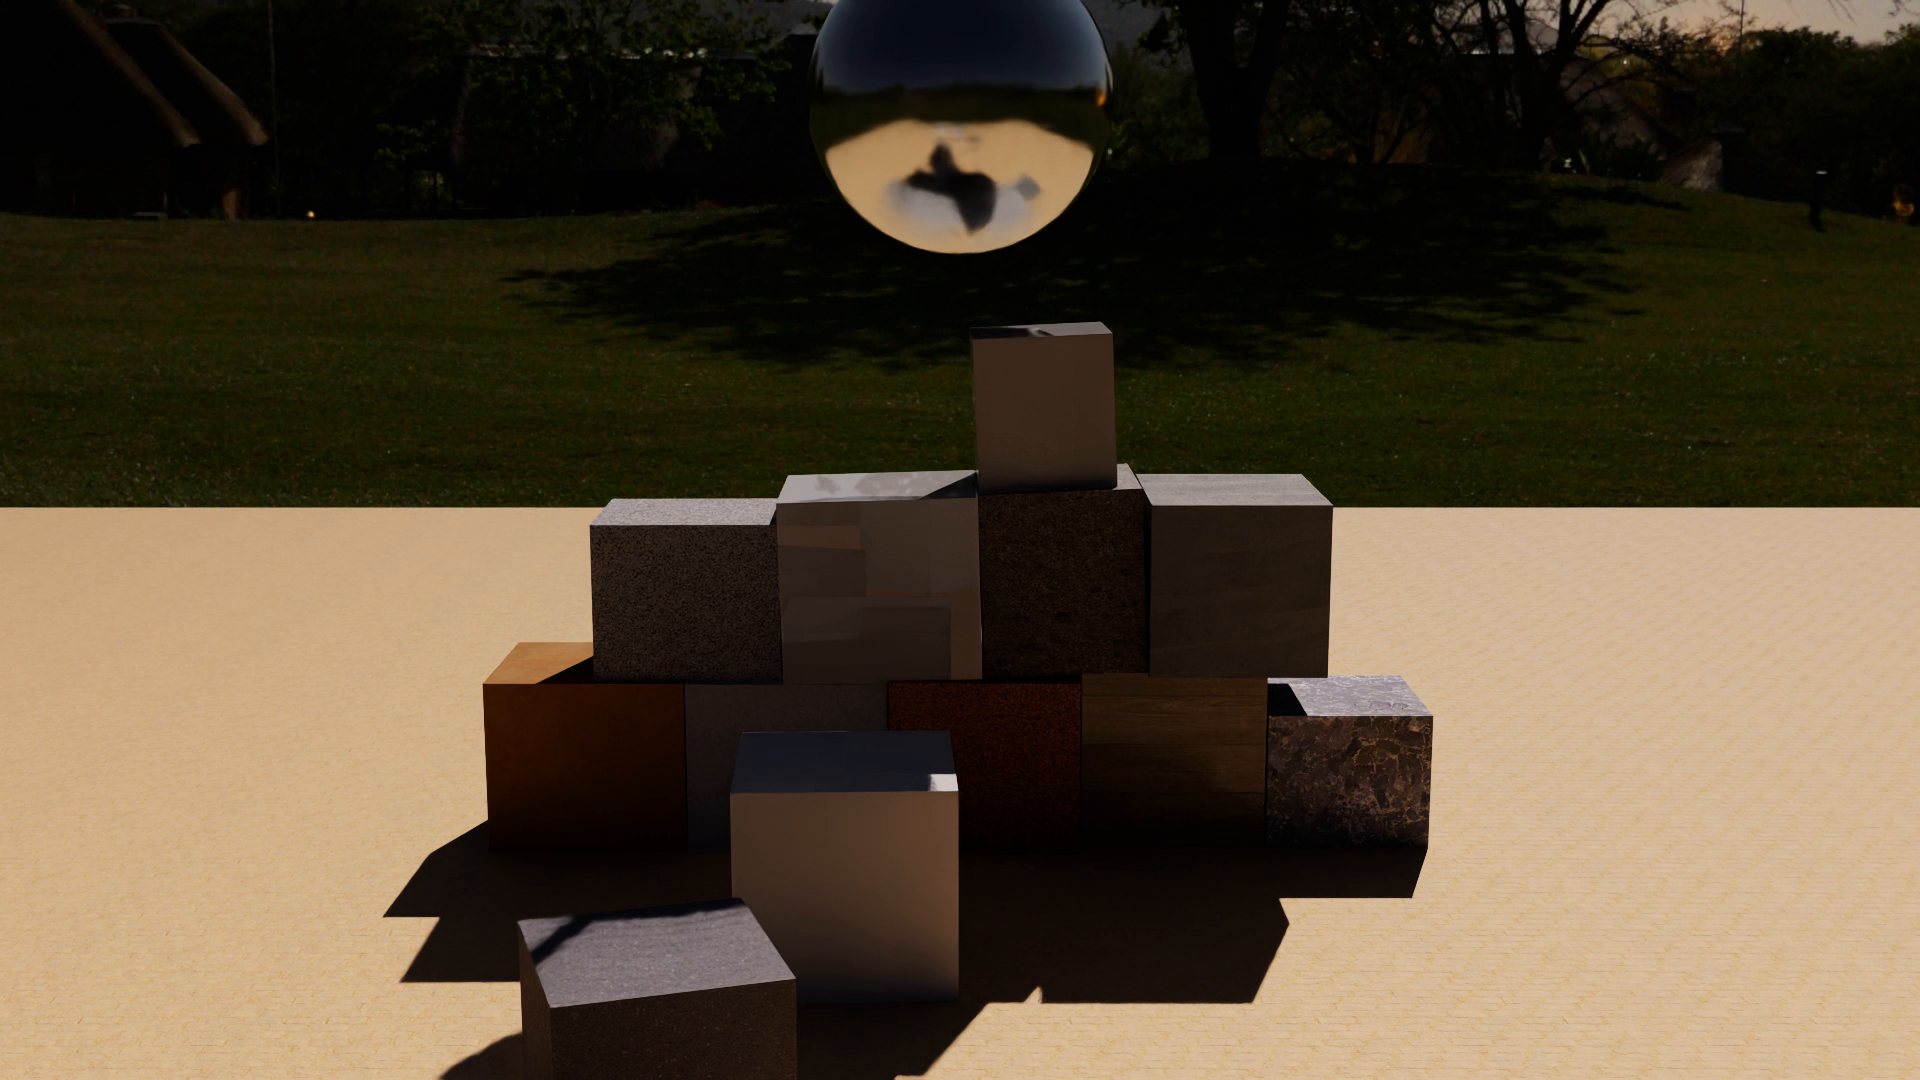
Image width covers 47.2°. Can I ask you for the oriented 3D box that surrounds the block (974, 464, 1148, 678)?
[{"bbox_3d":[0.502,0.143,11.190,0.802,0.915,0.831,-3,10,0],"label":"block"}]

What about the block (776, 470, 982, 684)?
[{"bbox_3d":[-0.396,0.173,11.186,0.978,0.905,0.905,-2,10,0],"label":"block"}]

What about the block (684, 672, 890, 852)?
[{"bbox_3d":[-0.856,1.052,11.367,0.997,0.863,0.953,0,10,0],"label":"block"}]

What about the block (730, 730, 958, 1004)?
[{"bbox_3d":[-0.489,1.381,9.452,0.924,0.900,0.935,0,10,-2],"label":"block"}]

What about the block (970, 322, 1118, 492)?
[{"bbox_3d":[0.411,-0.678,11.066,0.680,0.752,0.700,-3,10,-1],"label":"block"}]

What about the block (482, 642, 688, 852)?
[{"bbox_3d":[-1.859,1.052,11.364,0.989,0.864,0.913,0,10,0],"label":"block"}]

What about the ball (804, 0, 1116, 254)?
[{"bbox_3d":[0.000,-2.281,11.375,1.600,1.600,1.600,0,10,0],"label":"ball"}]

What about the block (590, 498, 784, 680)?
[{"bbox_3d":[-1.357,0.240,11.226,0.924,0.783,0.804,0,10,-1],"label":"block"}]

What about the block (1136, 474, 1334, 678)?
[{"bbox_3d":[1.367,0.164,11.207,0.875,0.859,1.010,0,10,0],"label":"block"}]

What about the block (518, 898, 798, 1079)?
[{"bbox_3d":[-1.031,1.780,7.439,0.788,0.836,0.817,-3,11,-18],"label":"block"}]

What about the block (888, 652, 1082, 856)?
[{"bbox_3d":[0.121,1.046,11.360,0.943,0.878,1.011,0,10,0],"label":"block"}]

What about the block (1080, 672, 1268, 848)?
[{"bbox_3d":[1.065,1.031,11.370,0.920,0.904,0.807,0,10,0],"label":"block"}]

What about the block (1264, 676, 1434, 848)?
[{"bbox_3d":[1.945,1.136,11.406,0.818,0.684,0.843,0,10,0],"label":"block"}]
